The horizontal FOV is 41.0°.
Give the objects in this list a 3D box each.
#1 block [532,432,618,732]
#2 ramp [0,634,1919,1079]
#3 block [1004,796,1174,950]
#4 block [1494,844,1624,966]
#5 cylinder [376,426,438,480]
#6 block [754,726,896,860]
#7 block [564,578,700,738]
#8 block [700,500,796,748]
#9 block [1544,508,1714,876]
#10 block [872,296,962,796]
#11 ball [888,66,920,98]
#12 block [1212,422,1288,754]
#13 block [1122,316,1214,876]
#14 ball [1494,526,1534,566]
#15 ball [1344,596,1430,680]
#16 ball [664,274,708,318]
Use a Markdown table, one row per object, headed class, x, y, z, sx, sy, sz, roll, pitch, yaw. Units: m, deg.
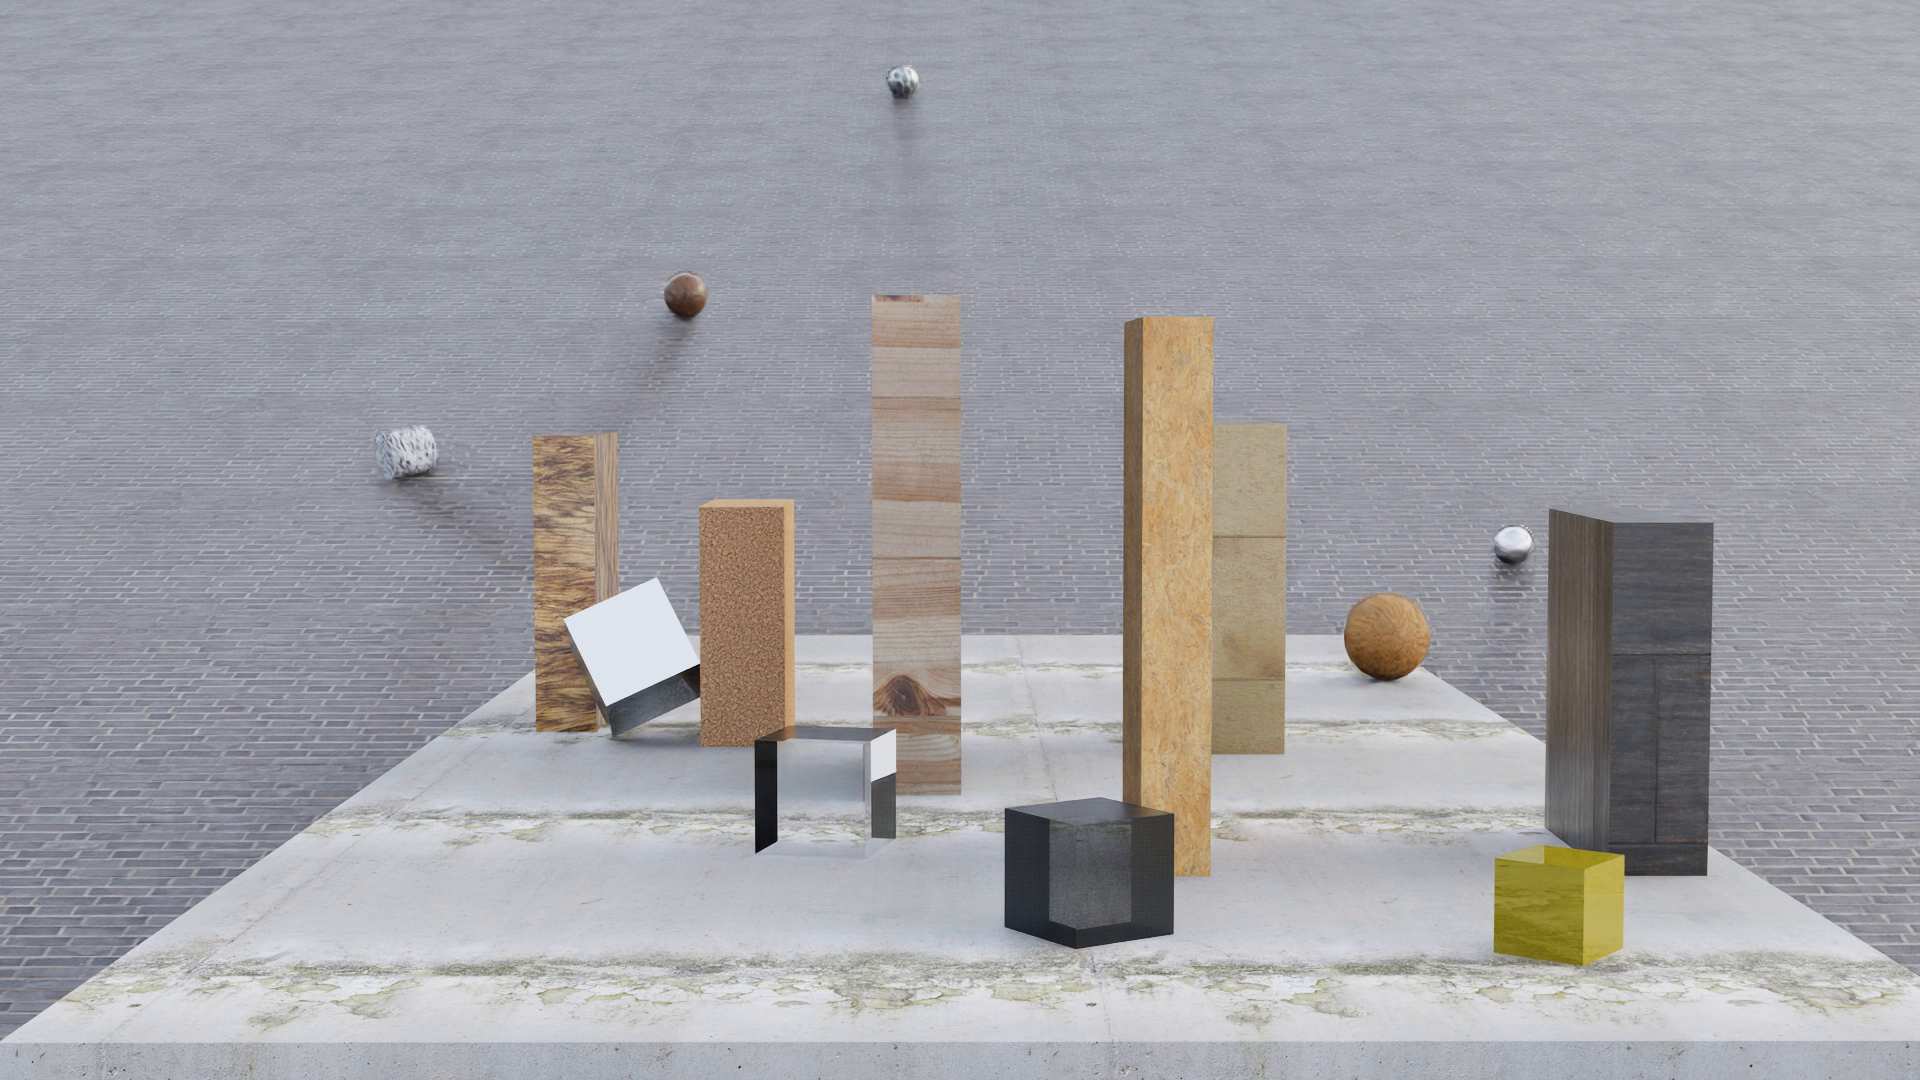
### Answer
| class | x | y | z | sx | sy | sz | roll | pitch | yaw |
| --- | --- | --- | --- | --- | --- | --- | --- | --- | --- |
| block | -0.730 | 0.071 | 4.905 | 0.112 | 0.547 | 0.333 | 0 | 4 | 0 |
| ramp | 0.046 | 0.419 | 4.535 | 2.000 | 0.100 | 4.000 | 0 | 4 | 0 |
| block | 0.152 | 0.392 | 3.040 | 0.143 | 0.143 | 0.143 | -2 | 4 | -34 |
| block | 0.685 | 0.415 | 2.934 | 0.109 | 0.109 | 0.109 | 3 | 5 | 38 |
| cylinder | -1.731 | -0.273 | 8.027 | 0.143 | 0.143 | 0.143 | -14 | 24 | -33 |
| block | -0.187 | 0.350 | 3.587 | 0.158 | 0.158 | 0.158 | 1 | 4 | 14 |
| block | -0.588 | 0.213 | 4.642 | 0.182 | 0.182 | 0.182 | -25 | -18 | -13 |
| block | -0.386 | 0.146 | 4.686 | 0.150 | 0.427 | 0.284 | 0 | 4 | 0 |
| block | 0.917 | 0.198 | 3.544 | 0.130 | 0.465 | 0.366 | 0 | 4 | 0 |
| block | -0.068 | -0.003 | 4.218 | 0.138 | 0.782 | 0.426 | 0 | 4 | 0 |
| ball | -0.313 | -2.559 | 14.341 | 0.170 | 0.170 | 0.170 | 0 | 20 | 0 |
| block | 0.501 | 0.077 | 4.598 | 0.127 | 0.574 | 0.303 | 0 | 4 | 0 |
| block | 0.283 | 0.065 | 3.537 | 0.091 | 0.733 | 0.376 | 0 | 4 | 0 |
| ball | 1.569 | 0.016 | 7.276 | 0.111 | 0.111 | 0.111 | 0 | 20 | 0 |
| ball | 0.924 | 0.211 | 5.556 | 0.184 | 0.184 | 0.184 | 0 | 20 | 0 |
| ball | -1.050 | -0.938 | 9.843 | 0.167 | 0.167 | 0.167 | 0 | 20 | 0 |
